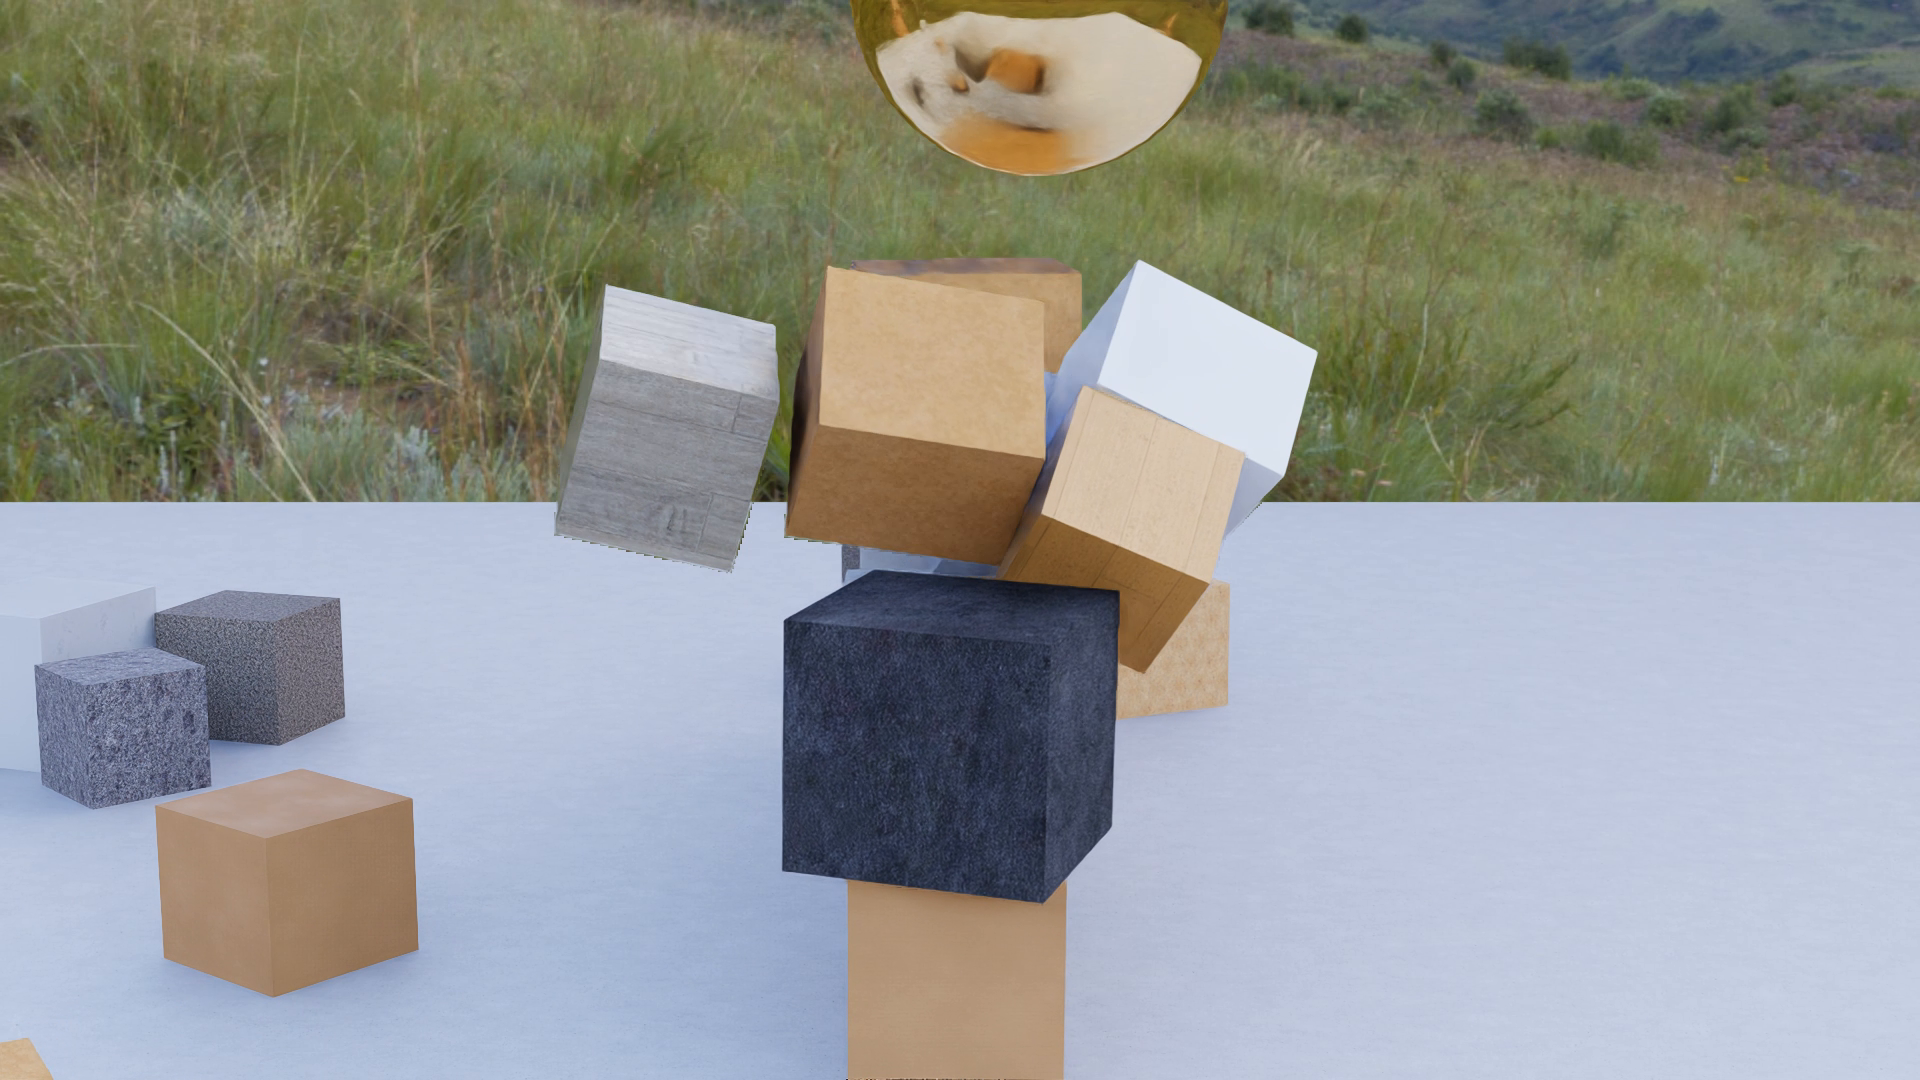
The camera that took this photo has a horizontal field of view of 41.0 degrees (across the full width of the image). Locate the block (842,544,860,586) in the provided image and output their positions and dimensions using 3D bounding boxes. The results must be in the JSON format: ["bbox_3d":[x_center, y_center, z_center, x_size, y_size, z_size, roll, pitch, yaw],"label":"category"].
[{"bbox_3d":[-0.223,0.409,15.122,0.762,0.784,0.773,-3,11,-18],"label":"block"}]

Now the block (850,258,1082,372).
[{"bbox_3d":[0.009,-0.705,11.086,0.899,0.955,0.913,-1,10,-6],"label":"block"}]

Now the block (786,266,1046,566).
[{"bbox_3d":[-0.166,-0.449,9.431,0.811,0.664,0.739,8,53,-10],"label":"block"}]

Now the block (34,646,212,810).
[{"bbox_3d":[-4.164,0.924,12.764,0.616,0.615,0.599,-9,14,-41],"label":"block"}]

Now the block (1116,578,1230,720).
[{"bbox_3d":[1.028,0.562,14.511,0.729,0.701,0.683,-5,11,-26],"label":"block"}]

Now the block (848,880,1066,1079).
[{"bbox_3d":[-0.006,1.460,9.276,0.754,0.790,0.787,1,11,1],"label":"block"}]

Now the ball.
[{"bbox_3d":[0.333,-2.330,10.757,1.600,1.600,1.600,0,10,0],"label":"ball"}]

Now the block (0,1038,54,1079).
[{"bbox_3d":[-2.948,1.884,7.536,0.585,0.508,0.608,-7,21,-34],"label":"block"}]

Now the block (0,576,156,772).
[{"bbox_3d":[-4.833,0.691,13.514,0.796,0.805,0.892,4,11,21],"label":"block"}]

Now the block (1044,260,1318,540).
[{"bbox_3d":[0.802,-0.483,9.804,0.778,0.627,0.693,26,-35,-9],"label":"block"}]

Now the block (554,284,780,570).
[{"bbox_3d":[-1.086,-0.421,9.521,0.654,0.708,0.691,13,26,-12],"label":"block"}]

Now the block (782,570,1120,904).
[{"bbox_3d":[-0.019,0.658,8.997,0.934,0.883,0.904,5,12,17],"label":"block"}]

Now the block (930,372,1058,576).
[{"bbox_3d":[0.248,-0.259,10.226,0.673,0.627,0.549,1,-28,-19],"label":"block"}]

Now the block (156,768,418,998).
[{"bbox_3d":[-2.700,1.359,10.312,0.718,0.636,0.709,8,13,38],"label":"block"}]

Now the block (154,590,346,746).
[{"bbox_3d":[-3.847,0.684,13.934,0.728,0.670,0.658,3,11,18],"label":"block"}]

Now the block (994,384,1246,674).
[{"bbox_3d":[0.567,-0.033,9.441,0.647,0.609,0.683,22,-35,-5],"label":"block"}]

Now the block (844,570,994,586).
[{"bbox_3d":[-0.012,0.556,10.167,0.909,0.739,0.923,0,8,0],"label":"block"}]

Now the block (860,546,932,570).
[{"bbox_3d":[-0.010,0.174,11.030,0.802,0.755,0.884,0,10,0],"label":"block"}]
